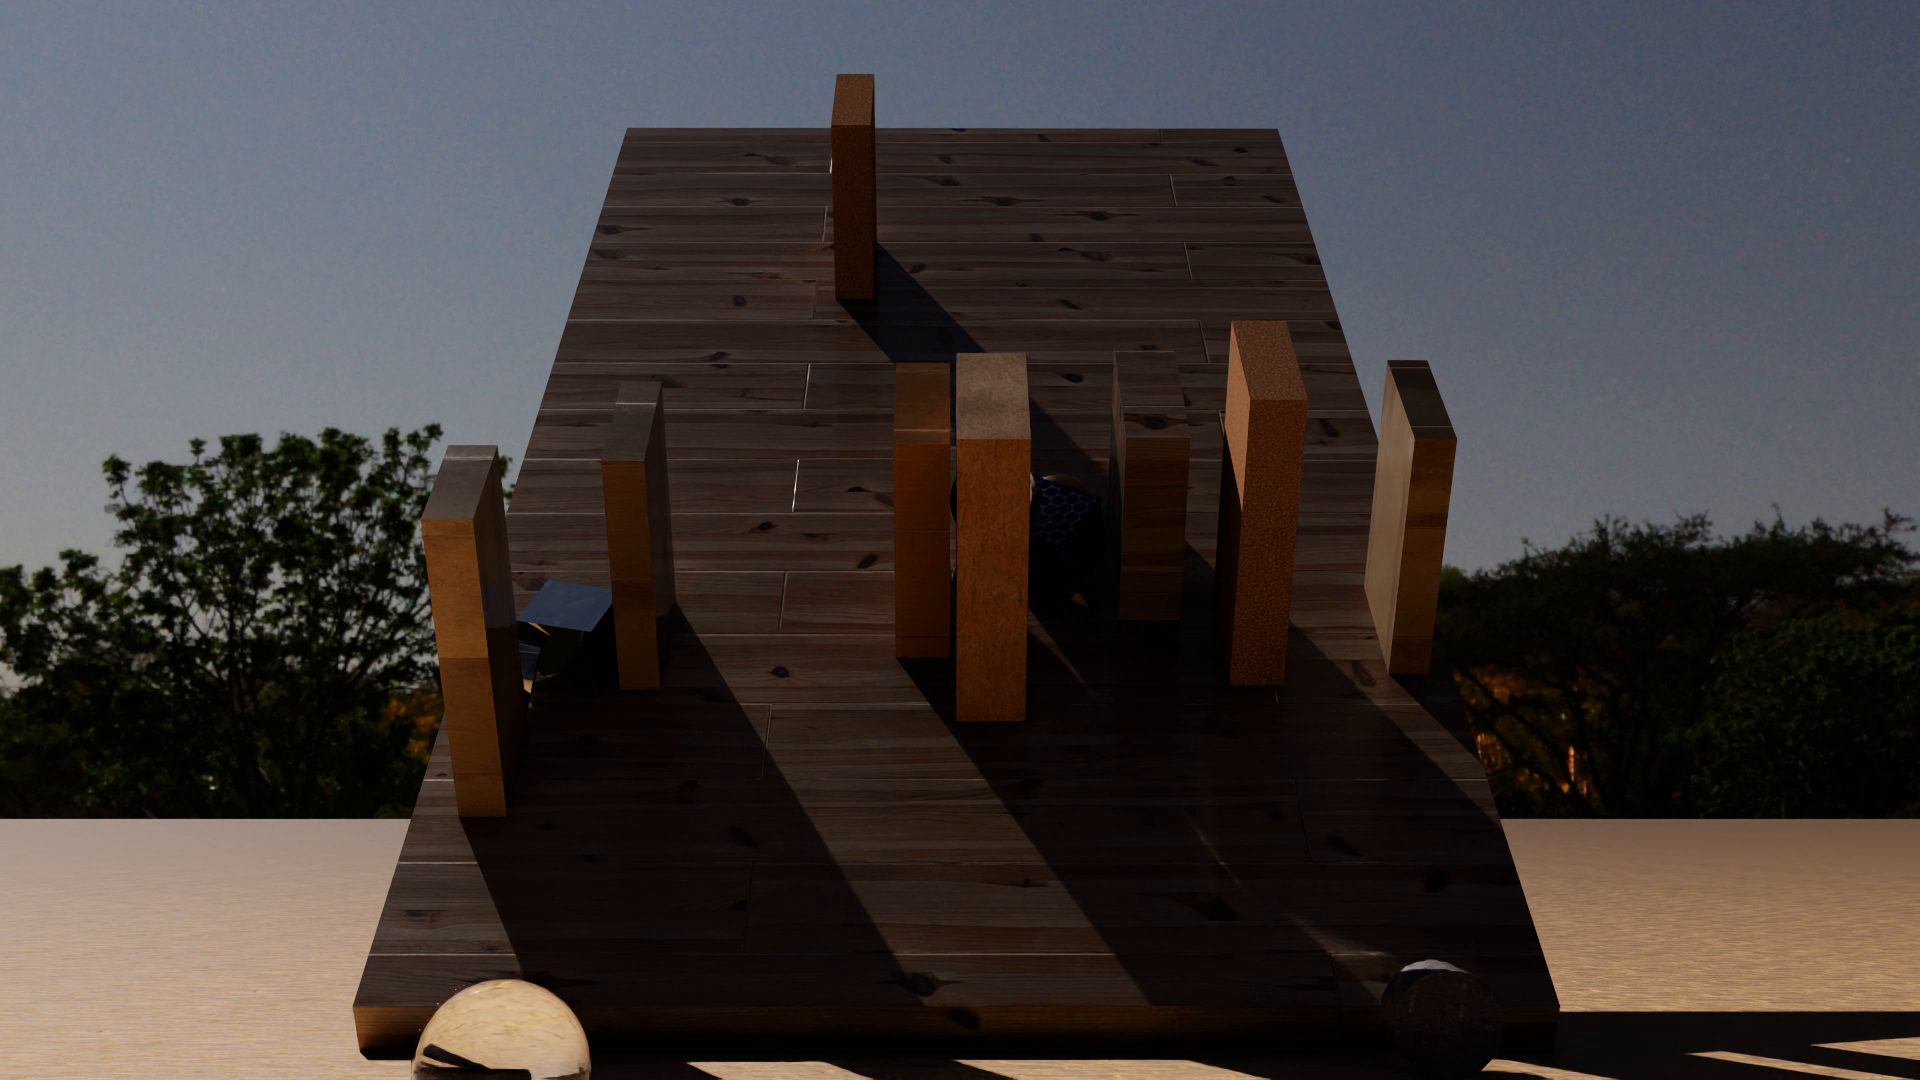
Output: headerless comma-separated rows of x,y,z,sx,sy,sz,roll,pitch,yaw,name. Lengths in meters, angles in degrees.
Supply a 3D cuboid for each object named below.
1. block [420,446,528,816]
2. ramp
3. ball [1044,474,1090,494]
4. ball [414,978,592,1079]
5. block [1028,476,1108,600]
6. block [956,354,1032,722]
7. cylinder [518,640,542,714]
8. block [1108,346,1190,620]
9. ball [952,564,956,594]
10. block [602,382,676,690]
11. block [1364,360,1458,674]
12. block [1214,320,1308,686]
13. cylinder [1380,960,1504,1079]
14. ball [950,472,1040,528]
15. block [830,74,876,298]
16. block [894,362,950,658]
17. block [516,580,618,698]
-0.876,0.169,4.409,0.089,0.631,0.266,0,31,0,block
-0.014,-0.204,5.762,2.000,0.100,4.000,0,31,0,ramp
0.218,-0.074,5.305,0.143,0.143,0.143,0,-6,0,ball
-0.535,0.617,2.841,0.205,0.205,0.205,0,-6,0,ball
0.194,-0.005,5.132,0.162,0.162,0.162,19,-39,29,block
0.060,-0.005,4.717,0.134,0.623,0.353,0,31,0,block
-0.898,0.259,4.702,0.146,0.146,0.146,12,-8,-8,cylinder
0.393,-0.125,5.111,0.128,0.430,0.417,0,31,0,block
0.050,0.081,5.051,0.135,0.135,0.135,0,-6,0,ball
-0.635,-0.009,4.822,0.080,0.518,0.329,0,31,0,block
0.901,-0.046,4.878,0.080,0.536,0.335,0,31,0,block
0.591,-0.073,4.819,0.107,0.639,0.342,0,31,0,block
0.739,0.736,3.728,0.163,0.163,0.163,0,-4,2,cylinder
0.073,-0.081,4.986,0.187,0.187,0.187,0,-6,0,ball
-0.278,-0.939,6.429,0.100,0.483,0.377,0,31,0,block
-0.075,-0.062,4.942,0.110,0.491,0.351,0,31,0,block
-0.772,0.197,4.827,0.158,0.158,0.158,8,32,13,block
